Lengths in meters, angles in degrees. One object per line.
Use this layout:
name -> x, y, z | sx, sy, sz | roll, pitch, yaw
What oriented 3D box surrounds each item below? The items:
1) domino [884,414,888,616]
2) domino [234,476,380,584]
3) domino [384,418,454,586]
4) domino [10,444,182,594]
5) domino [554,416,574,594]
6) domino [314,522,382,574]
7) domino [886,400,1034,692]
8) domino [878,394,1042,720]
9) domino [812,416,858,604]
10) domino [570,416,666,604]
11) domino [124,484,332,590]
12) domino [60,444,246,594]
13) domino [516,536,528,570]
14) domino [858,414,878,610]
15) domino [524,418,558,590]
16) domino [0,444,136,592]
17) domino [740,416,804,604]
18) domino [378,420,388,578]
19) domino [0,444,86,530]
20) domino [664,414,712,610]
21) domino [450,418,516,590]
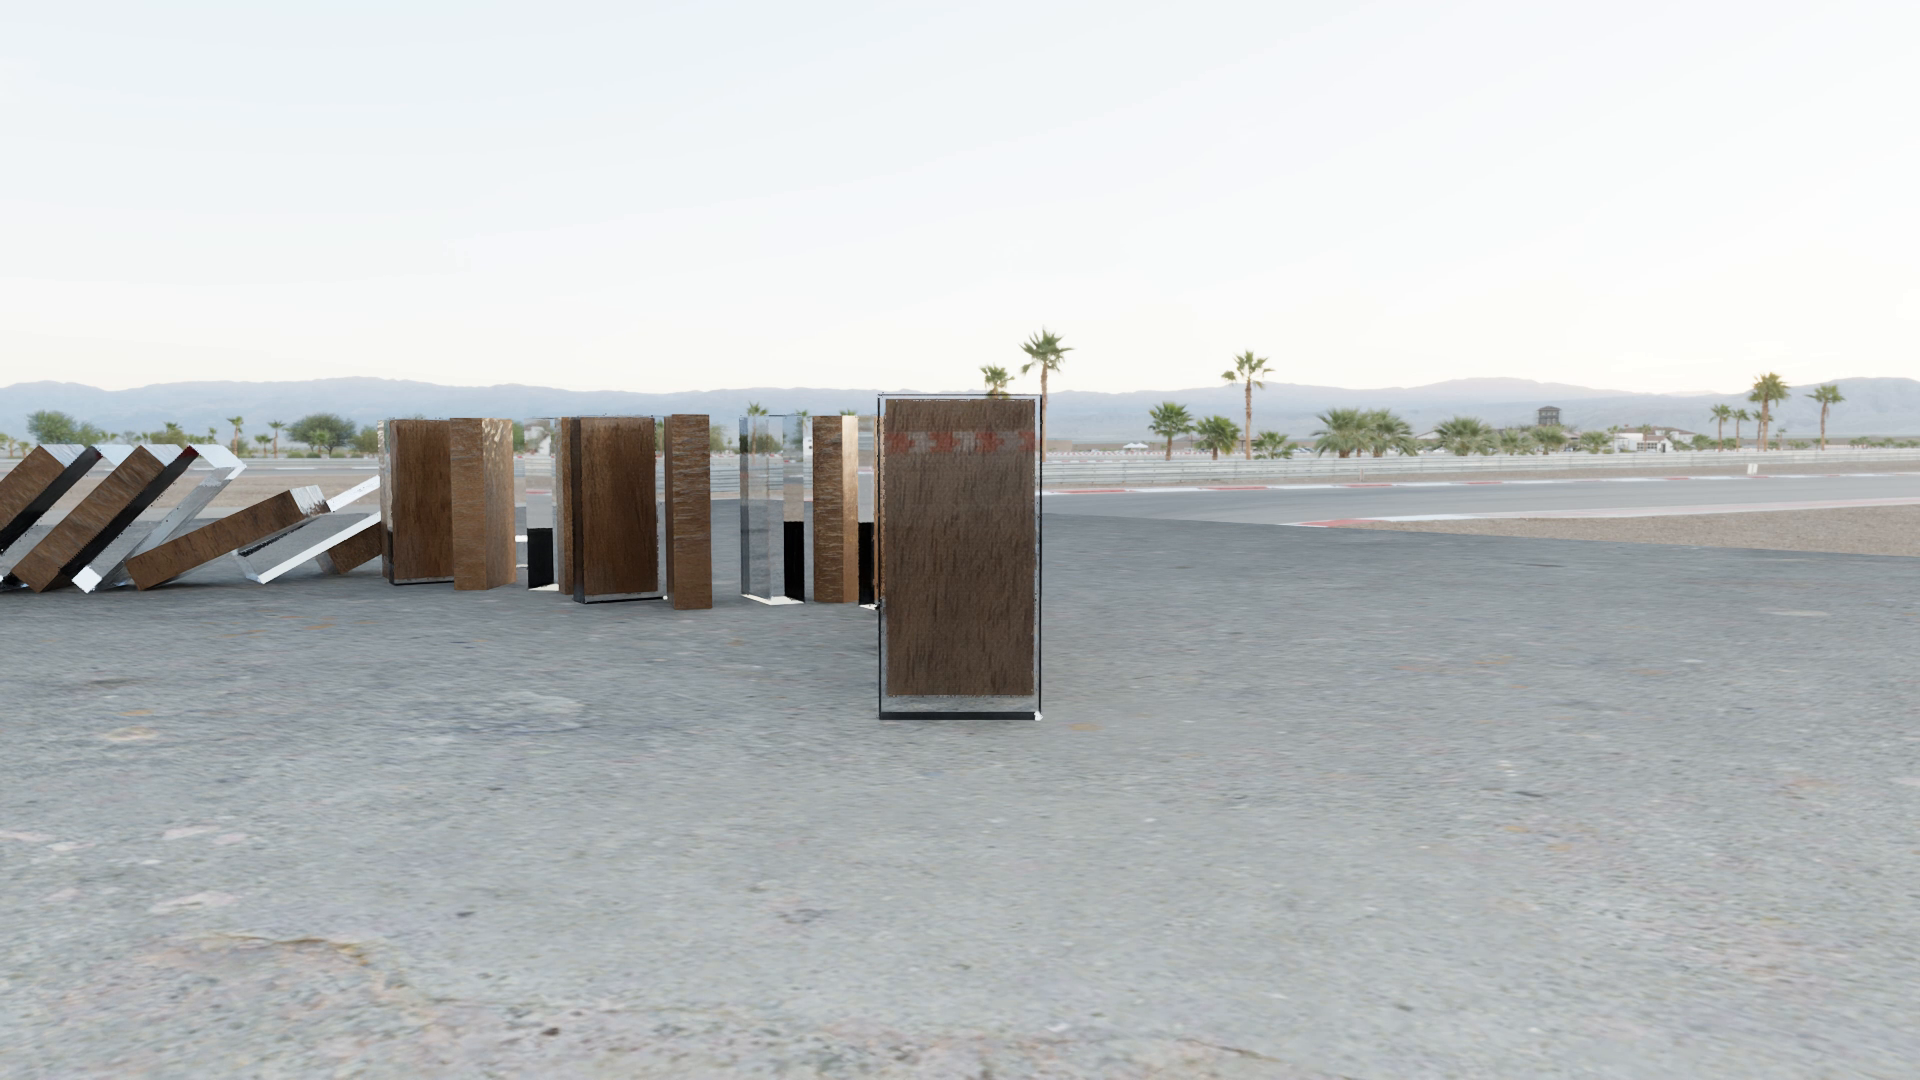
domino -> -0.005, -0.006, 0.316 | 0.025, 0.050, 0.009 | -1, 4, -14
domino -> -0.205, -0.004, 0.411 | 0.050, 0.009, 0.025 | -36, 25, -31
domino -> -0.162, -0.012, 0.394 | 0.025, 0.050, 0.010 | -3, 5, -33
domino -> -0.251, -0.007, 0.378 | 0.010, 0.050, 0.025 | 45, -5, -11
domino -> -0.102, -0.010, 0.370 | 0.025, 0.050, 0.009 | -2, 5, -28
domino -> -0.188, -0.005, 0.428 | 0.050, 0.009, 0.025 | -34, 21, -32
domino -> 0.000, 0.001, 0.224 | 0.025, 0.050, 0.010 | 0, 4, 0
domino -> 0.000, 0.002, 0.201 | 0.025, 0.050, 0.010 | 0, 4, 0
domino -> -0.030, -0.009, 0.354 | 0.009, 0.050, 0.025 | 2, 5, 26
domino -> -0.092, -0.009, 0.349 | 0.025, 0.050, 0.010 | -3, 5, -34
domino -> -0.218, -0.001, 0.385 | 0.050, 0.009, 0.025 | -25, 9, -6
domino -> -0.237, -0.007, 0.379 | 0.010, 0.050, 0.025 | 45, -5, -11
domino -> -0.167, 0.005, 0.440 | 0.050, 0.009, 0.025 | -3, 5, -31
domino -> -0.013, -0.008, 0.338 | 0.025, 0.050, 0.010 | -2, 5, -30
domino -> -0.119, -0.011, 0.384 | 0.010, 0.050, 0.025 | 1, 4, 10
domino -> -0.264, -0.007, 0.377 | 0.010, 0.050, 0.025 | 45, -5, -11
domino -> -0.052, -0.009, 0.351 | 0.010, 0.050, 0.025 | -2, 5, -28
domino -> -0.173, -0.013, 0.414 | 0.025, 0.050, 0.009 | -3, 5, -35
domino -> -0.277, -0.007, 0.374 | 0.010, 0.050, 0.025 | 45, -5, -11
domino -> -0.072, -0.008, 0.340 | 0.009, 0.050, 0.025 | -1, 4, -17
domino -> -0.142, -0.011, 0.384 | 0.010, 0.050, 0.025 | 0, 4, 0
